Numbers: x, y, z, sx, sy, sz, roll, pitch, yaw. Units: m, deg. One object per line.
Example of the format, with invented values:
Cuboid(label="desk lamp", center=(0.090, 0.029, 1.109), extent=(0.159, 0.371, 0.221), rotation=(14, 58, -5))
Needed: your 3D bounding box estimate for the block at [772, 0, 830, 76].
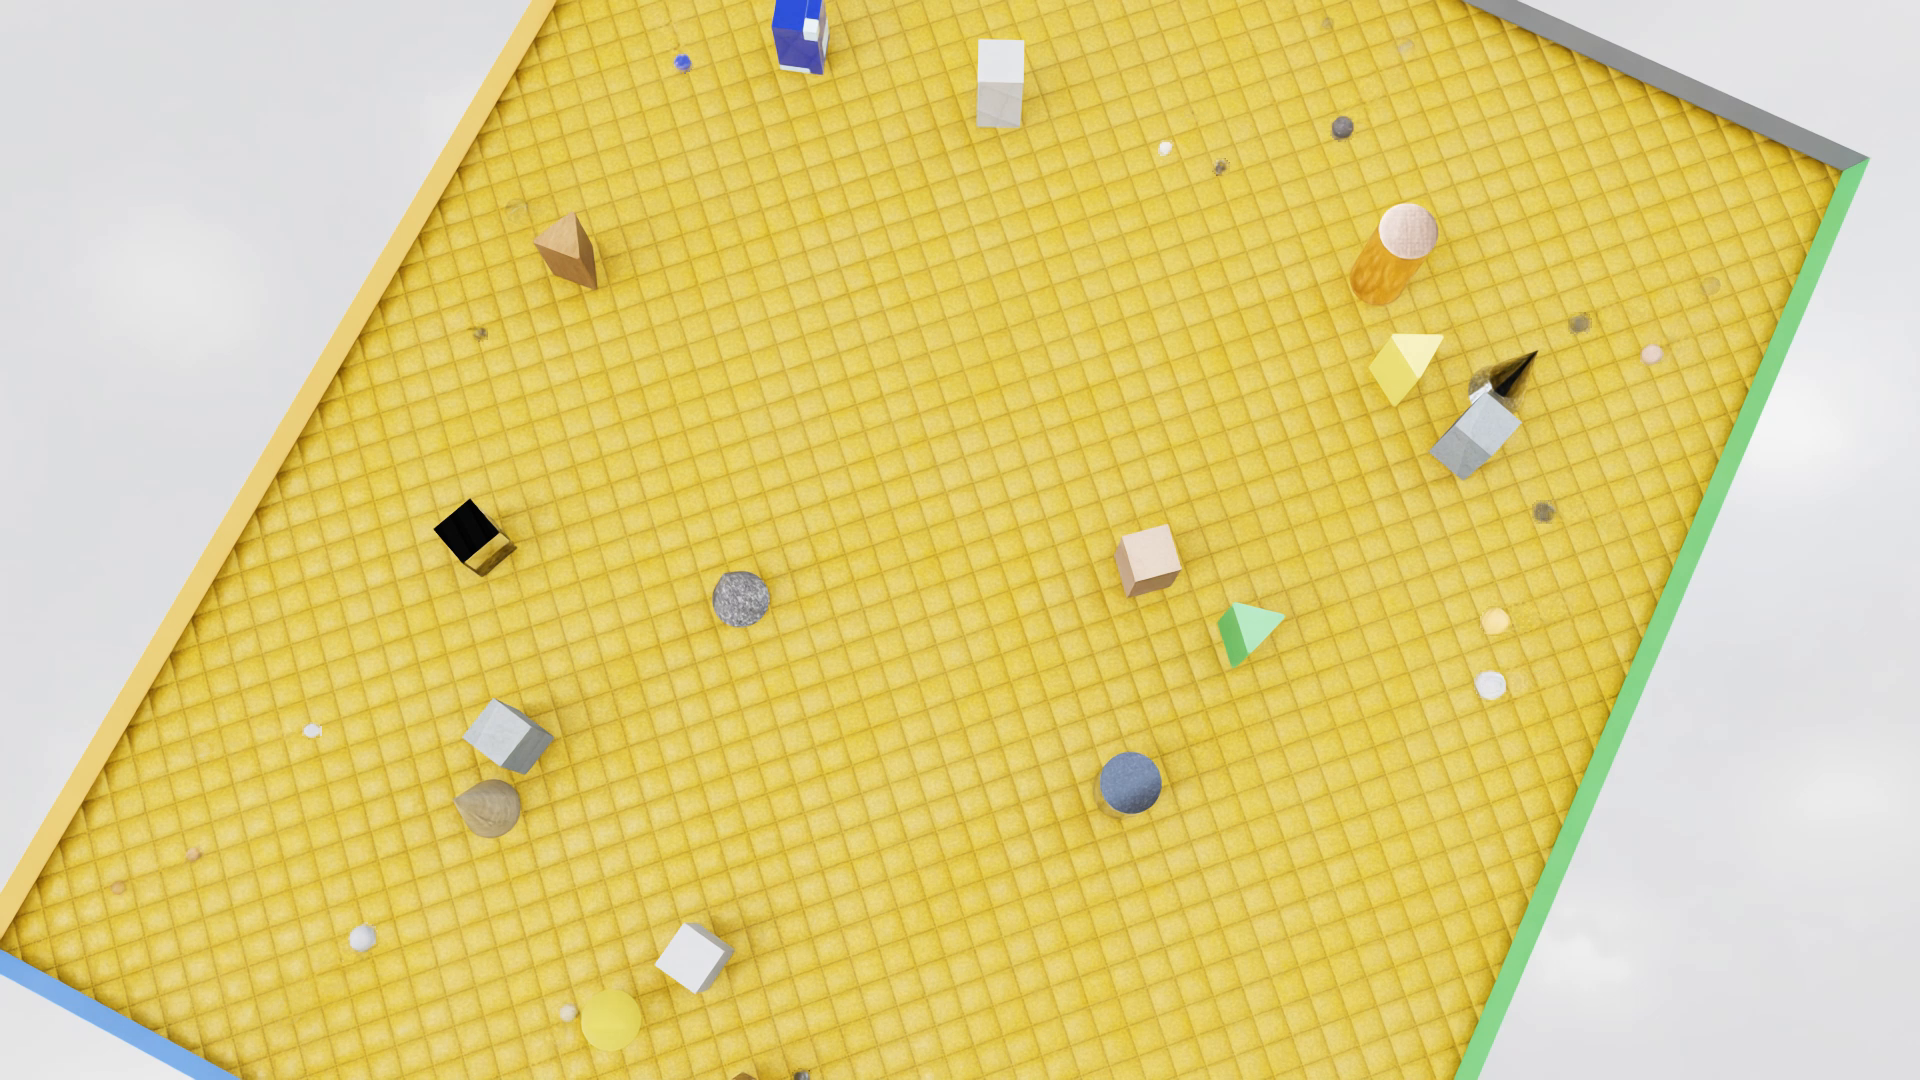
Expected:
Cuboid(label="block", center=(-0.502, -1.610, 5.801), extent=(0.140, 0.289, 0.140), rotation=(8, 78, 2))

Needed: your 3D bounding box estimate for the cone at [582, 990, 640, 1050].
Cuboid(label="cone", center=(-1.015, 1.358, 5.143), extent=(0.174, 0.377, 0.174), rotation=(0, 78, 0))

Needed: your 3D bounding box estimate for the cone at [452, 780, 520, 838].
Cuboid(label="cone", center=(-1.393, 0.755, 5.238), extent=(0.174, 0.435, 0.174), rotation=(0, 78, 0))

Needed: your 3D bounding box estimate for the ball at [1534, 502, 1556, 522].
Cuboid(label="ball", center=(1.785, -0.086, 5.601), extent=(0.064, 0.064, 0.064), rotation=(0, 78, 0))

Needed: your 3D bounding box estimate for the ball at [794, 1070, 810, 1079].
Cuboid(label="ball", center=(-0.454, 1.548, 5.273), extent=(0.045, 0.045, 0.045), rotation=(0, 78, 0))

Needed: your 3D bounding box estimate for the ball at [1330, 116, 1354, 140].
Cuboid(label="ball", center=(1.221, -1.317, 5.851), extent=(0.073, 0.073, 0.073), rotation=(0, 78, 0))

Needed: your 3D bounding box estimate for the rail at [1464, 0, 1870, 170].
Cuboid(label="rail", center=(1.049, -2.048, 5.980), extent=(4.021, 0.113, 0.045), rotation=(26, 80, 5))

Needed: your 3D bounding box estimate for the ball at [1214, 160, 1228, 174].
Cuboid(label="ball", center=(0.832, -1.189, 5.840), extent=(0.042, 0.042, 0.042), rotation=(0, 78, 0))

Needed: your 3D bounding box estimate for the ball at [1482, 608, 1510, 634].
Cuboid(label="ball", center=(1.616, 0.245, 5.525), extent=(0.080, 0.080, 0.080), rotation=(0, 78, 0))

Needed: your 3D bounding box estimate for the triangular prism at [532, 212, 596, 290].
Cuboid(label="triangular prism", center=(-1.192, -0.904, 5.659), extent=(0.151, 0.281, 0.131), rotation=(21, 79, 4))

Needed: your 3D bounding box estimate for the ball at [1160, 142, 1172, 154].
Cuboid(label="ball", center=(0.657, -1.252, 5.853), extent=(0.043, 0.043, 0.043), rotation=(0, 78, 0))

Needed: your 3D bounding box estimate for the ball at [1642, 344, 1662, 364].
Cuboid(label="ball", center=(2.154, -0.578, 5.703), extent=(0.063, 0.063, 0.063), rotation=(0, 78, 0))

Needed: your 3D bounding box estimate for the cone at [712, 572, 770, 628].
Cuboid(label="cone", center=(-0.667, 0.137, 5.372), extent=(0.174, 0.424, 0.174), rotation=(0, 78, 0))

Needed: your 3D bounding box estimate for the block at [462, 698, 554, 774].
Cuboid(label="block", center=(-1.312, 0.575, 5.340), extent=(0.140, 0.309, 0.140), rotation=(36, 81, 7))

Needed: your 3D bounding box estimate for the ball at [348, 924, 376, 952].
Cuboid(label="ball", center=(-1.740, 1.160, 5.337), extent=(0.077, 0.077, 0.077), rotation=(0, 78, 0))

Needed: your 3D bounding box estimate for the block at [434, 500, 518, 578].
Cuboid(label="block", center=(-1.452, -0.004, 5.502), extent=(0.140, 0.226, 0.140), rotation=(-41, 81, -8))

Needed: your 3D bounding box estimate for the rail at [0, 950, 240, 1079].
Cuboid(label="rail", center=(-1.049, 2.060, 5.132), extent=(4.021, 0.113, 0.045), rotation=(26, 80, 5))

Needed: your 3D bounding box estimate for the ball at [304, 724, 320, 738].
Cuboid(label="ball", center=(-1.937, 0.571, 5.476), extent=(0.043, 0.043, 0.043), rotation=(0, 78, 0))

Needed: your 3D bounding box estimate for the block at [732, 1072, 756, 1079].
Cuboid(label="block", center=(-0.599, 1.603, 5.153), extent=(0.140, 0.258, 0.140), rotation=(27, 80, 5))

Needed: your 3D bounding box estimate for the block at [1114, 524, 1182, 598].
Cuboid(label="block", center=(0.557, 0.066, 5.458), extent=(0.140, 0.284, 0.140), rotation=(-15, 79, -3))

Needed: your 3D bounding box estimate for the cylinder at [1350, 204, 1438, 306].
Cuboid(label="cylinder", center=(1.317, -0.864, 5.582), extent=(0.174, 0.417, 0.174), rotation=(0, 78, 0))

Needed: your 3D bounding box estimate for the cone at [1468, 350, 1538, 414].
Cuboid(label="cone", center=(1.671, -0.506, 5.500), extent=(0.174, 0.432, 0.174), rotation=(0, 78, 0))

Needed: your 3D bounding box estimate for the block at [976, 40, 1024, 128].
Cuboid(label="block", center=(0.125, -1.428, 5.745), extent=(0.140, 0.325, 0.140), rotation=(2, 78, 0))

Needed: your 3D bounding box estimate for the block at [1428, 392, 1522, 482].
Cuboid(label="block", center=(1.548, -0.309, 5.521), extent=(0.140, 0.311, 0.140), rotation=(42, 81, 8))

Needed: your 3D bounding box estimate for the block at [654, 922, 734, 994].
Cuboid(label="block", center=(-0.754, 1.192, 5.236), extent=(0.140, 0.262, 0.140), rotation=(34, 80, 7))

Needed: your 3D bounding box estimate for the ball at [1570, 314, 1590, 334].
Cuboid(label="ball", center=(1.935, -0.676, 5.725), extent=(0.060, 0.060, 0.060), rotation=(0, 78, 0))

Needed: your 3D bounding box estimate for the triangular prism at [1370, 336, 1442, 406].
Cuboid(label="triangular prism", center=(1.335, -0.542, 5.570), extent=(0.131, 0.310, 0.151), rotation=(30, 80, 6))

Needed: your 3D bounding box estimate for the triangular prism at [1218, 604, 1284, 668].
Cuboid(label="triangular prism", center=(0.830, 0.258, 5.399), extent=(0.131, 0.322, 0.151), rotation=(44, 82, 8))

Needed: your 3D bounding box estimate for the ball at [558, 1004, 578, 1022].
Cuboid(label="ball", center=(-1.135, 1.369, 5.307), extent=(0.052, 0.052, 0.052), rotation=(0, 78, 0))

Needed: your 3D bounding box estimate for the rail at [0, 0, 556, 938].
Cuboid(label="rail", center=(-1.777, -0.864, 5.736), extent=(0.045, 0.113, 4.737), rotation=(26, 80, 5))

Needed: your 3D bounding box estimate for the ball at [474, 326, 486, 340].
Cuboid(label="ball", center=(-1.501, -0.647, 5.729), extent=(0.040, 0.040, 0.040), rotation=(0, 78, 0))

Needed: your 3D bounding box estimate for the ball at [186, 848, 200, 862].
Cuboid(label="ball", center=(-2.261, 0.927, 5.403), extent=(0.041, 0.041, 0.041), rotation=(0, 78, 0))

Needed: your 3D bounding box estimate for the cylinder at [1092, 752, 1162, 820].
Cuboid(label="cylinder", center=(0.482, 0.715, 5.315), extent=(0.174, 0.301, 0.174), rotation=(0, 78, 0))

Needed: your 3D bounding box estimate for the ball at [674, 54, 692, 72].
Cuboid(label="ball", center=(-0.893, -1.540, 5.906), extent=(0.055, 0.055, 0.055), rotation=(0, 78, 0))

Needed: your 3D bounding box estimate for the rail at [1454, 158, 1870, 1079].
Cuboid(label="rail", center=(1.777, 0.876, 5.376), extent=(0.045, 0.113, 4.737), rotation=(26, 80, 5))

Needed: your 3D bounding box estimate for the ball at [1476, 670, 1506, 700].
Cuboid(label="ball", center=(1.589, 0.434, 5.482), extent=(0.087, 0.087, 0.087), rotation=(0, 78, 0))
